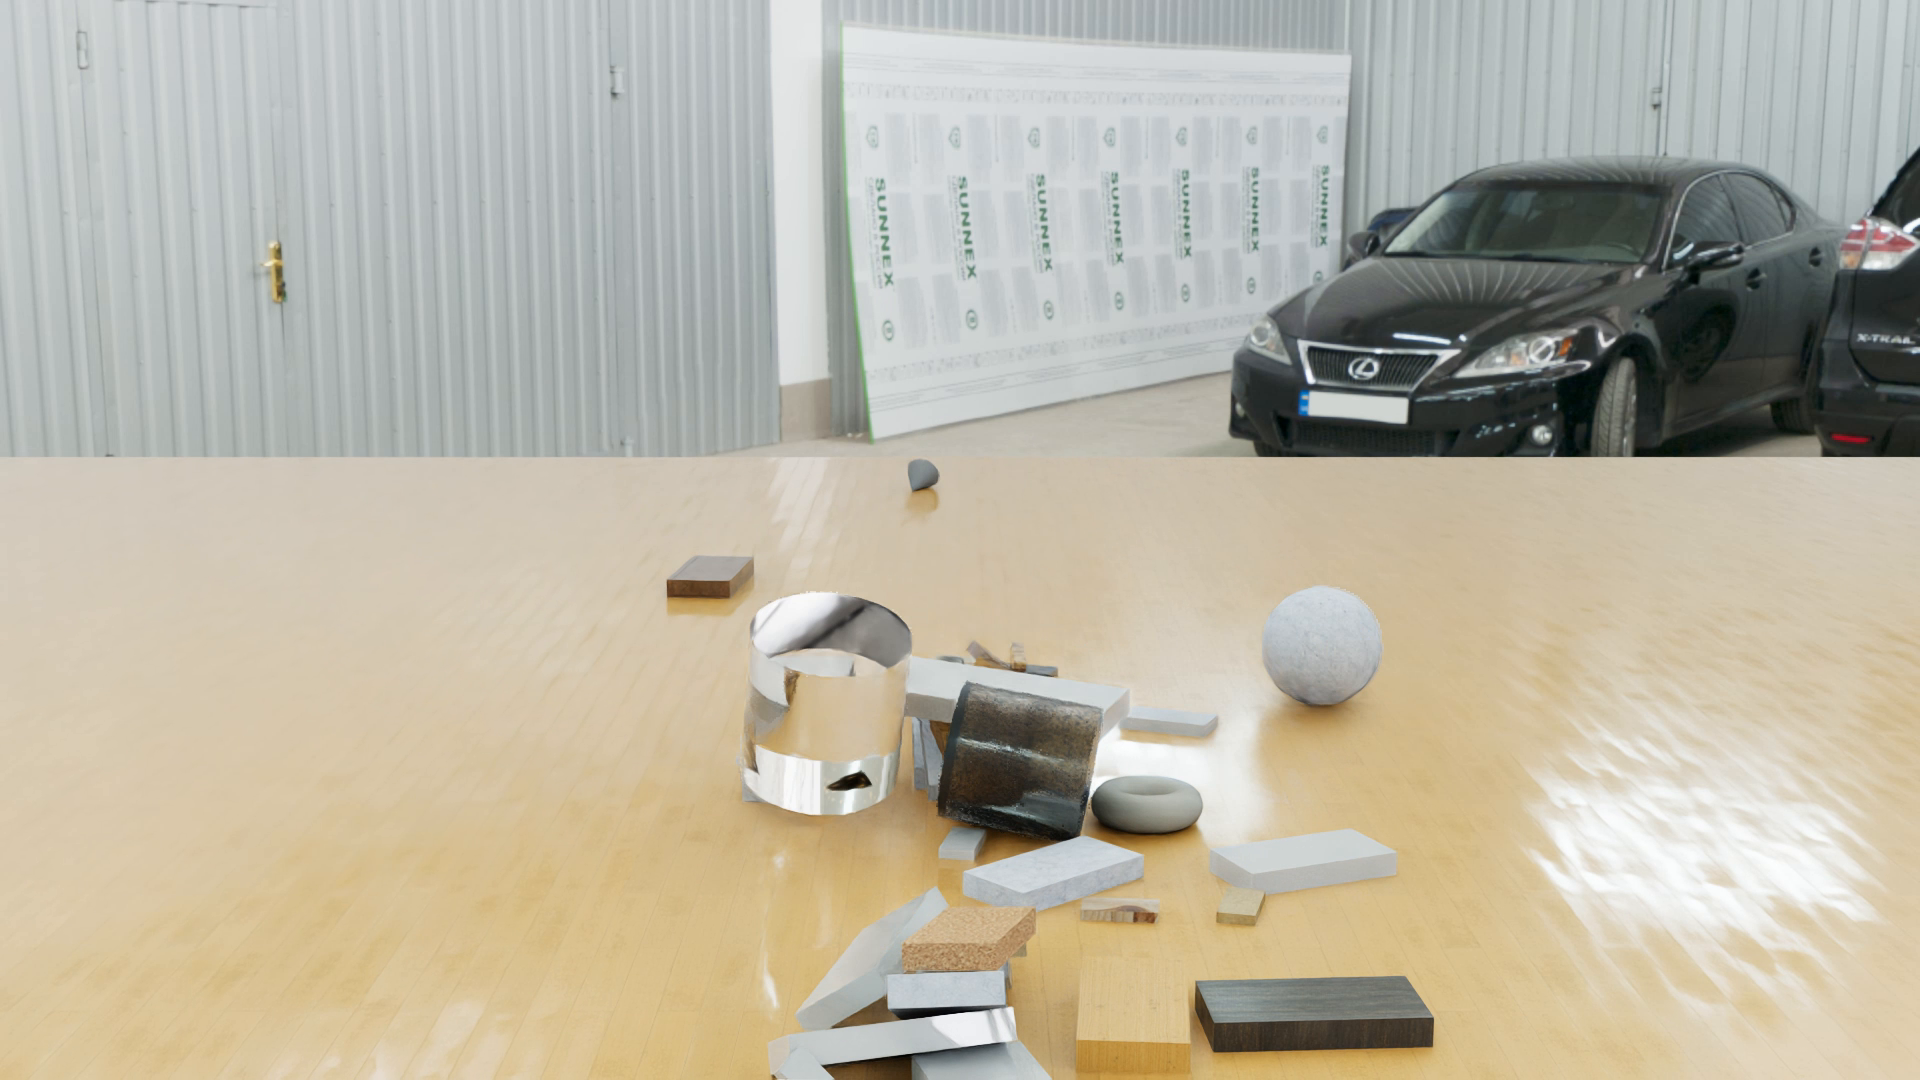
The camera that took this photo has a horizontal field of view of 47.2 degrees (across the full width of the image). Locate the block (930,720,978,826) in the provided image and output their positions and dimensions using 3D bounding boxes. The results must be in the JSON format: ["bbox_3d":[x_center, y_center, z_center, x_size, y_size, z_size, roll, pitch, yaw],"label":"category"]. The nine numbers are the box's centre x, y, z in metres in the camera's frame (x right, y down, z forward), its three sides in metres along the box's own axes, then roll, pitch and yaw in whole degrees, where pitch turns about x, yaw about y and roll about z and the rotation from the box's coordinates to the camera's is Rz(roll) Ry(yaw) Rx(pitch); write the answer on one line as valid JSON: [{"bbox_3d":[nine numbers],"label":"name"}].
[{"bbox_3d":[0.053,0.418,4.148,0.146,0.041,0.293,-6,36,-16],"label":"block"}]

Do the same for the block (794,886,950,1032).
[{"bbox_3d":[-0.124,0.615,3.226,0.143,0.040,0.347,-33,1,17],"label":"block"}]

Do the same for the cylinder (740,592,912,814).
[{"bbox_3d":[-0.249,0.300,4.060,0.296,0.296,0.296,5,28,-3],"label":"cylinder"}]

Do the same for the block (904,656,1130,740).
[{"bbox_3d":[0.033,0.300,4.220,0.558,0.049,0.175,7,20,25],"label":"block"}]

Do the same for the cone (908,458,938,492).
[{"bbox_3d":[-0.151,-0.206,7.806,0.120,0.120,0.120,4,38,20],"label":"cone"}]

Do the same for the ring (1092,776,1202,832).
[{"bbox_3d":[0.344,0.486,4.048,0.206,0.069,0.206,0,9,0],"label":"ring"}]

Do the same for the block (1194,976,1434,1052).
[{"bbox_3d":[0.499,0.670,3.116,0.308,0.044,0.154,-1,11,-3],"label":"block"}]

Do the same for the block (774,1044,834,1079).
[{"bbox_3d":[-0.184,0.700,2.804,0.015,0.104,0.052,-45,-2,42],"label":"block"}]

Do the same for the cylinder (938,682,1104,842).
[{"bbox_3d":[0.110,0.397,3.929,0.248,0.248,0.248,11,12,7],"label":"cylinder"}]

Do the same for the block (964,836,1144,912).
[{"bbox_3d":[0.159,0.563,3.702,0.285,0.040,0.143,-9,14,-41],"label":"block"}]

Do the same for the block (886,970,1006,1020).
[{"bbox_3d":[-0.014,0.624,3.004,0.153,0.043,0.305,-2,-15,1],"label":"block"}]

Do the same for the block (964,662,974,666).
[{"bbox_3d":[-0.011,0.306,4.894,0.171,0.048,0.342,0,0,3],"label":"block"}]

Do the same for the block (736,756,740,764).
[{"bbox_3d":[-0.376,0.423,4.253,0.103,0.015,0.051,-8,13,-44],"label":"block"}]

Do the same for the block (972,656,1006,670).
[{"bbox_3d":[0.118,0.321,4.522,0.146,0.041,0.292,42,3,19],"label":"block"}]

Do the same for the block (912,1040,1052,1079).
[{"bbox_3d":[0.054,0.728,2.807,0.153,0.043,0.305,-3,11,-17],"label":"block"}]

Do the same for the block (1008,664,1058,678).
[{"bbox_3d":[0.145,0.310,5.118,0.154,0.022,0.077,3,11,15],"label":"block"}]

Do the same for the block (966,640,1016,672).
[{"bbox_3d":[0.104,0.293,4.772,0.190,0.027,0.095,38,2,-31],"label":"block"}]

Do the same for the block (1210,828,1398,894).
[{"bbox_3d":[0.587,0.551,3.767,0.285,0.040,0.143,-4,11,-23],"label":"block"}]

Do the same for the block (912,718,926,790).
[{"bbox_3d":[-0.008,0.393,4.401,0.171,0.048,0.342,0,23,-2],"label":"block"}]

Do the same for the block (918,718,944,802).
[{"bbox_3d":[0.001,0.390,4.260,0.146,0.041,0.293,-1,36,-6],"label":"block"}]

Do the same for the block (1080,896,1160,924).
[{"bbox_3d":[0.260,0.600,3.566,0.125,0.018,0.063,1,11,6],"label":"block"}]

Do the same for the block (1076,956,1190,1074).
[{"bbox_3d":[0.246,0.670,3.120,0.154,0.044,0.308,1,11,5],"label":"block"}]

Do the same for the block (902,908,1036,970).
[{"bbox_3d":[0.016,0.542,2.998,0.127,0.036,0.254,-2,1,14],"label":"block"}]

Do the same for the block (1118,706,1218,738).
[{"bbox_3d":[0.444,0.387,4.689,0.190,0.027,0.095,5,11,23],"label":"block"}]

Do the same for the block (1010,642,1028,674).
[{"bbox_3d":[0.129,0.300,4.968,0.027,0.095,0.190,4,10,-2],"label":"block"}]

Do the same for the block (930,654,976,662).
[{"bbox_3d":[0.006,0.294,5.201,0.154,0.022,0.077,5,11,23],"label":"block"}]

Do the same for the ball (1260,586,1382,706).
[{"bbox_3d":[0.798,0.235,4.862,0.263,0.263,0.263,0,11,0],"label":"ball"}]

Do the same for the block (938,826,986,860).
[{"bbox_3d":[0.005,0.538,3.900,0.063,0.018,0.125,2,11,11],"label":"block"}]

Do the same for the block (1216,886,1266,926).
[{"bbox_3d":[0.458,0.597,3.584,0.063,0.018,0.125,3,11,15],"label":"block"}]

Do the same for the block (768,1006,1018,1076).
[{"bbox_3d":[-0.092,0.670,2.941,0.305,0.043,0.153,-3,-15,-17],"label":"block"}]

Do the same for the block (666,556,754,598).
[{"bbox_3d":[-0.696,0.102,6.159,0.175,0.049,0.349,1,11,5],"label":"block"}]

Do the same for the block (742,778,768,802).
[{"bbox_3d":[-0.322,0.441,4.337,0.175,0.049,0.349,0,11,1],"label":"block"}]

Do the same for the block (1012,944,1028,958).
[{"bbox_3d":[0.020,0.602,3.252,0.127,0.036,0.254,-1,-11,-6],"label":"block"}]

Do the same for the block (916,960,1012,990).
[{"bbox_3d":[0.009,0.615,3.129,0.127,0.036,0.254,-3,-15,2],"label":"block"}]

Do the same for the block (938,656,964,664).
[{"bbox_3d":[-0.031,0.278,4.713,0.051,0.015,0.103,6,23,17],"label":"block"}]
